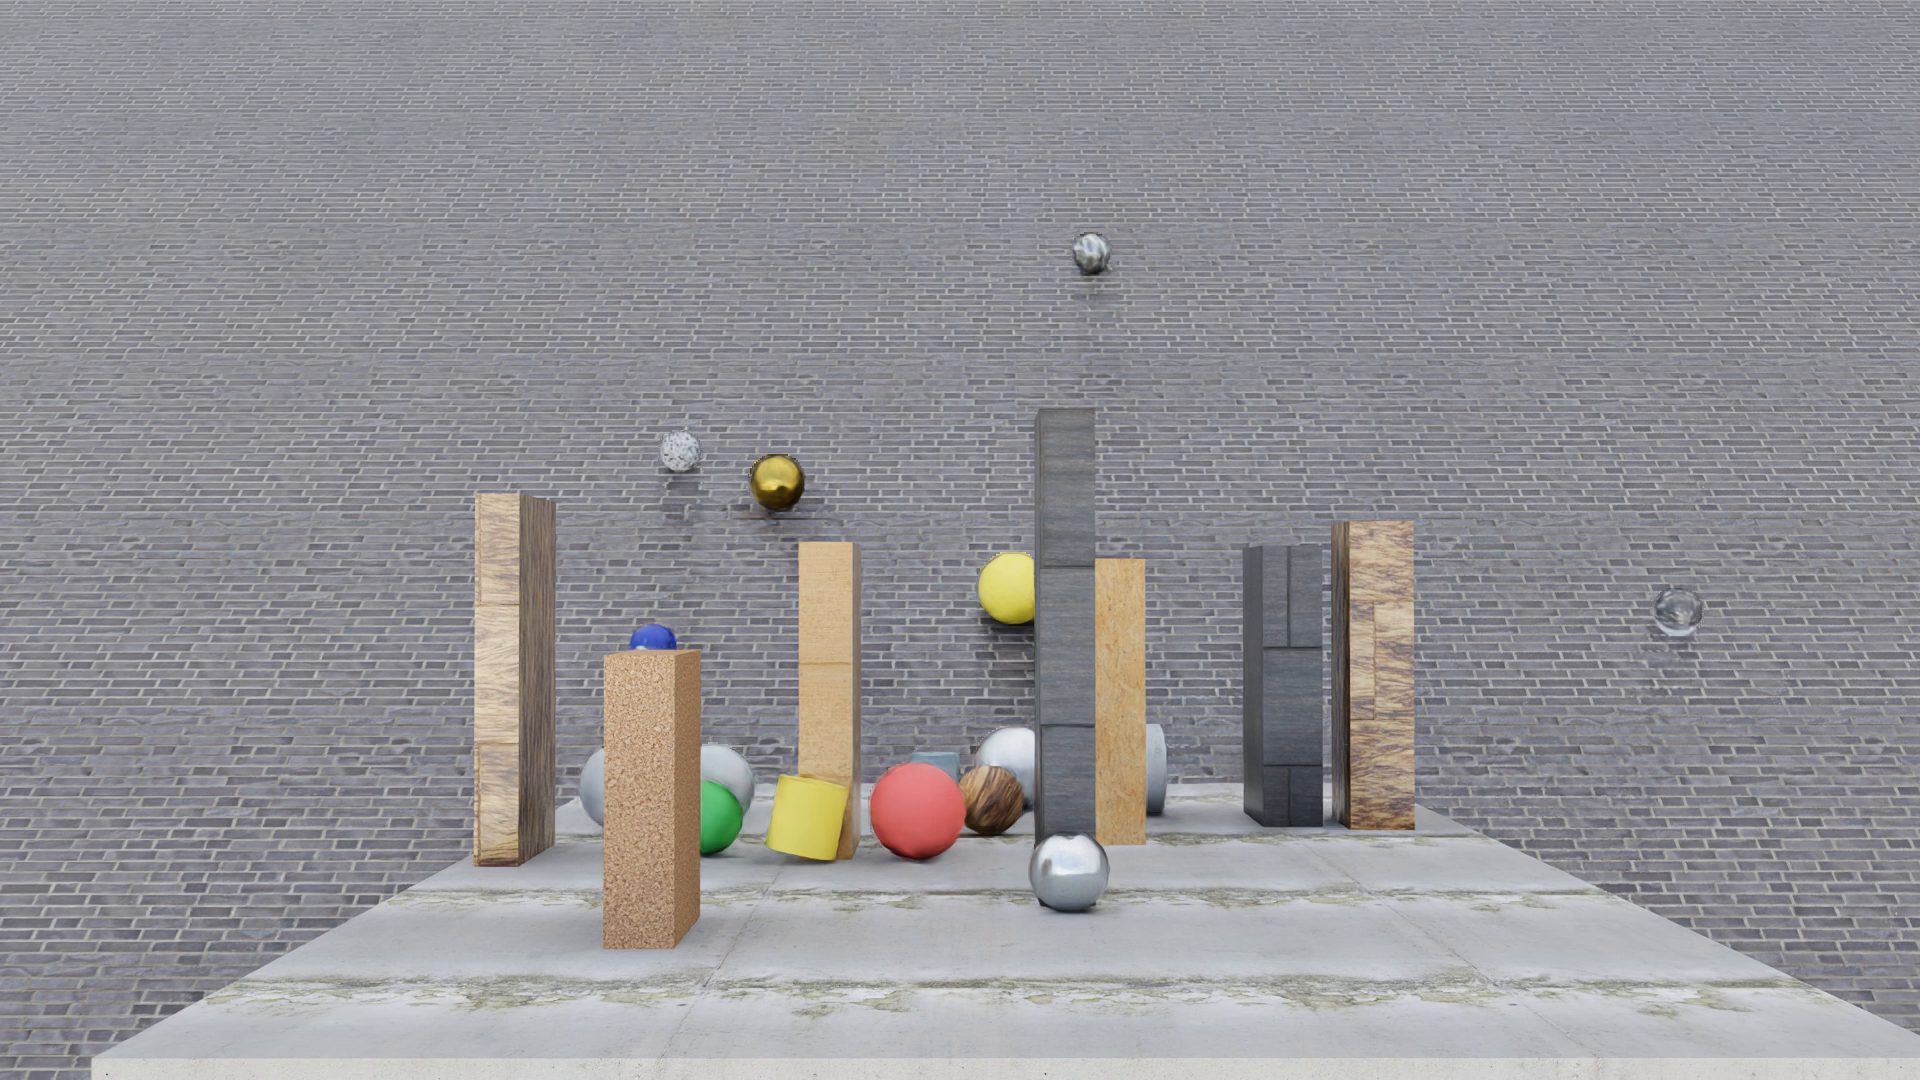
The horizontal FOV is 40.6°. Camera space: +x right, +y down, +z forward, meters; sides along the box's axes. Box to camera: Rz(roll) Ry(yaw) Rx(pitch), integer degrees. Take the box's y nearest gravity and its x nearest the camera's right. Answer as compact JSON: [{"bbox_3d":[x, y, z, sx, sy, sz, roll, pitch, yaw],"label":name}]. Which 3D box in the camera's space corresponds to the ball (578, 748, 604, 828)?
[{"bbox_3d":[-0.696,0.512,5.380,0.188,0.188,0.188,0,33,0],"label":"ball"}]

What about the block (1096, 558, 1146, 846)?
[{"bbox_3d":[0.304,0.321,5.261,0.121,0.563,0.312,0,-1,0],"label":"block"}]

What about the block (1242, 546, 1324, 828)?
[{"bbox_3d":[0.705,0.314,5.687,0.126,0.596,0.389,0,-1,0],"label":"block"}]

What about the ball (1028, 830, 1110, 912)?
[{"bbox_3d":[0.170,0.515,4.040,0.126,0.126,0.126,0,33,0],"label":"ball"}]

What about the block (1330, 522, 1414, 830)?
[{"bbox_3d":[0.883,0.286,5.564,0.134,0.646,0.274,0,-1,0],"label":"block"}]

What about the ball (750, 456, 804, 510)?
[{"bbox_3d":[-0.562,-0.176,7.996,0.169,0.169,0.169,0,33,0],"label":"ball"}]

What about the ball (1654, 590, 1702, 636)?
[{"bbox_3d":[2.058,0.209,7.438,0.137,0.137,0.137,0,33,0],"label":"ball"}]

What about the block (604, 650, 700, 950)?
[{"bbox_3d":[-0.448,0.369,3.800,0.099,0.409,0.365,0,-1,0],"label":"block"}]

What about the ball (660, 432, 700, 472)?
[{"bbox_3d":[-0.883,-0.278,8.189,0.127,0.127,0.127,0,33,0],"label":"ball"}]

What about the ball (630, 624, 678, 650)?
[{"bbox_3d":[-0.863,0.303,7.297,0.134,0.134,0.134,0,33,0],"label":"ball"}]

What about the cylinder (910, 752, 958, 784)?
[{"bbox_3d":[-0.062,0.565,6.166,0.114,0.114,0.114,0,-1,0],"label":"cylinder"}]

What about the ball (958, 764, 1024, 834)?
[{"bbox_3d":[0.060,0.533,5.319,0.143,0.143,0.143,0,33,0],"label":"ball"}]

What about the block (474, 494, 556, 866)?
[{"bbox_3d":[-0.841,0.258,4.920,0.080,0.677,0.429,0,-1,0],"label":"block"}]

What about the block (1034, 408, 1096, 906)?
[{"bbox_3d":[0.171,0.188,4.253,0.088,0.790,0.285,0,-1,0],"label":"block"}]

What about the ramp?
[{"bbox_3d":[0.074,0.643,4.764,2.000,0.100,4.000,0,-1,0],"label":"ramp"}]

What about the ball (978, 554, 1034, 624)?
[{"bbox_3d":[0.155,0.141,7.478,0.206,0.206,0.206,0,33,0],"label":"ball"}]

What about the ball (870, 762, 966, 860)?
[{"bbox_3d":[-0.079,0.505,4.827,0.179,0.179,0.179,0,33,0],"label":"ball"}]

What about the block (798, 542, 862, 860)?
[{"bbox_3d":[-0.251,0.304,5.055,0.100,0.591,0.432,0,-1,0],"label":"block"}]

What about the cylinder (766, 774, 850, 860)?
[{"bbox_3d":[-0.281,0.509,4.770,0.130,0.130,0.130,11,-1,0],"label":"cylinder"}]

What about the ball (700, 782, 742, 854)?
[{"bbox_3d":[-0.481,0.528,4.920,0.138,0.138,0.138,0,33,0],"label":"ball"}]

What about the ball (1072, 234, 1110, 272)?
[{"bbox_3d":[0.473,-1.030,9.327,0.138,0.138,0.138,0,33,0],"label":"ball"}]

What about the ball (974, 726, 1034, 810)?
[{"bbox_3d":[0.126,0.521,5.910,0.190,0.190,0.190,0,33,0],"label":"ball"}]

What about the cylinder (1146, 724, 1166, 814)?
[{"bbox_3d":[0.343,0.512,5.803,0.204,0.204,0.204,0,33,-6],"label":"cylinder"}]

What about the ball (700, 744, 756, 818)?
[{"bbox_3d":[-0.518,0.518,5.424,0.178,0.178,0.178,0,33,0],"label":"ball"}]
